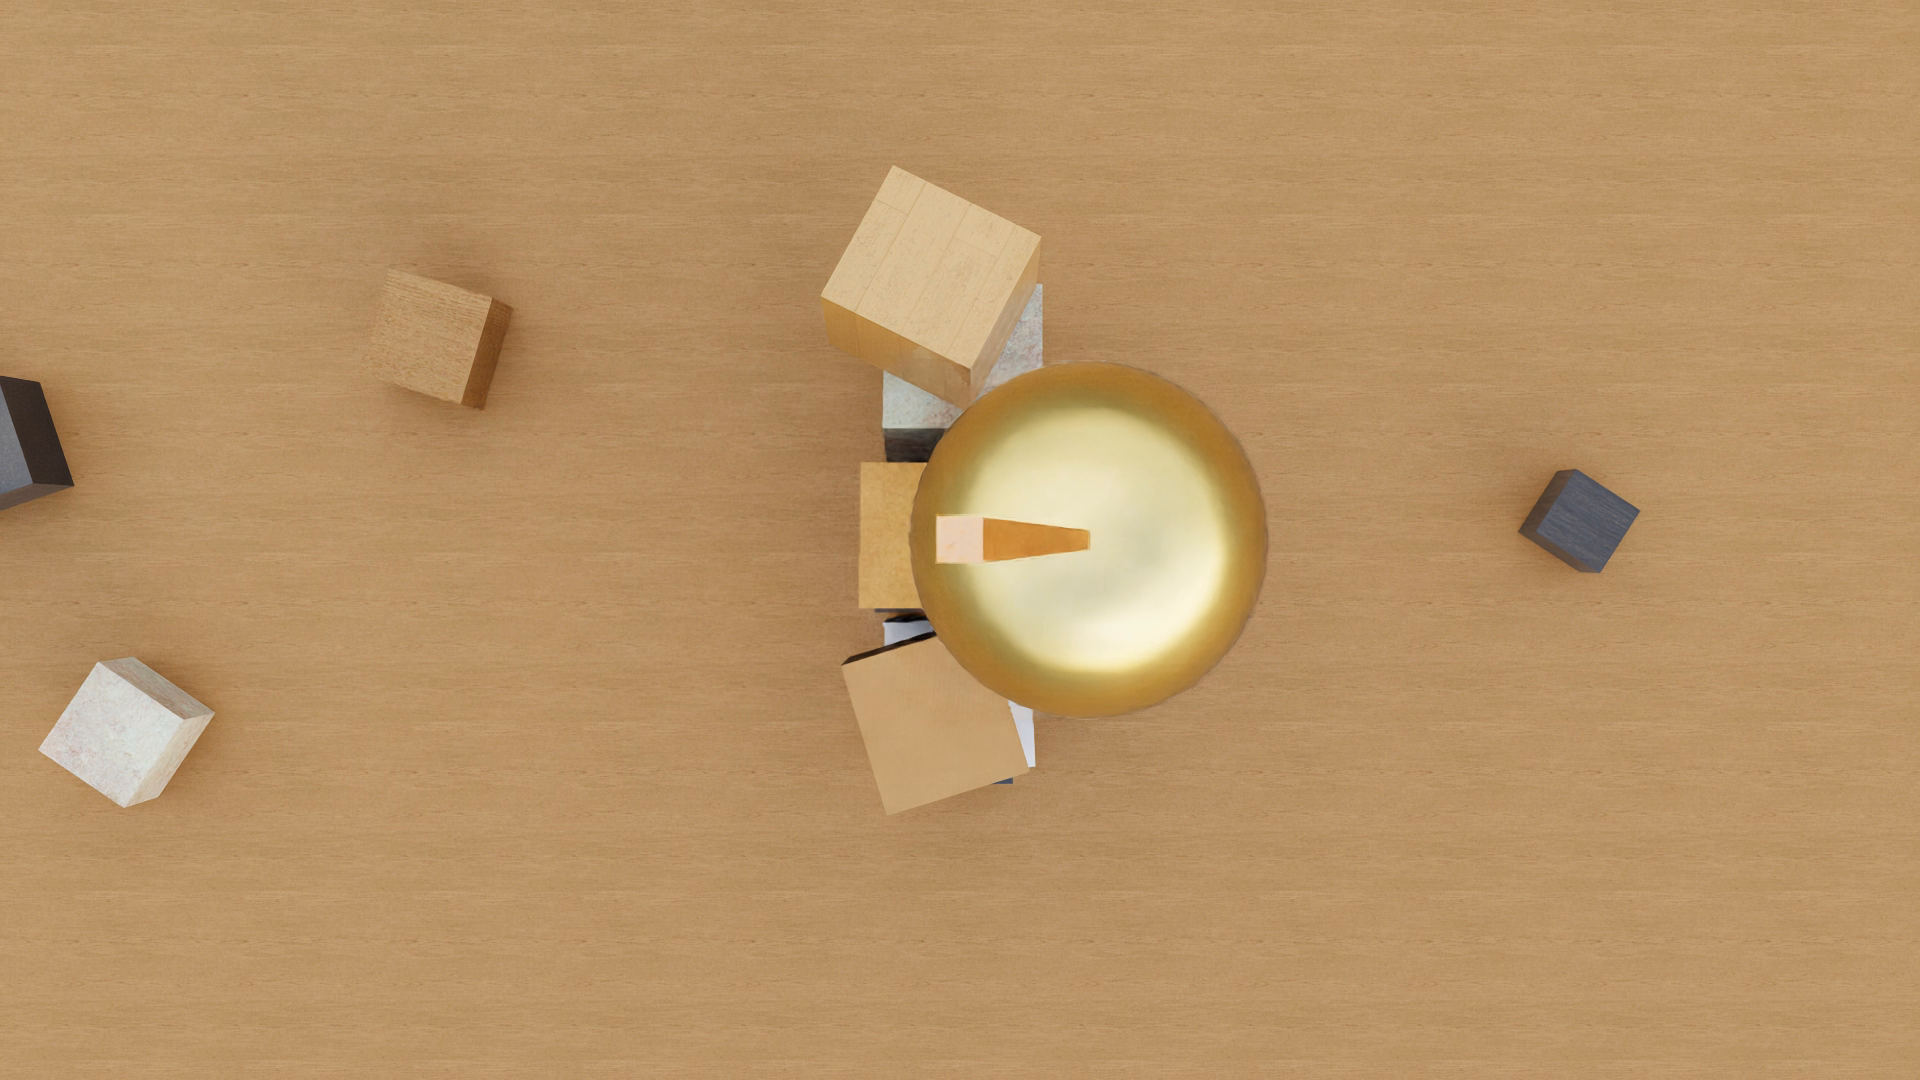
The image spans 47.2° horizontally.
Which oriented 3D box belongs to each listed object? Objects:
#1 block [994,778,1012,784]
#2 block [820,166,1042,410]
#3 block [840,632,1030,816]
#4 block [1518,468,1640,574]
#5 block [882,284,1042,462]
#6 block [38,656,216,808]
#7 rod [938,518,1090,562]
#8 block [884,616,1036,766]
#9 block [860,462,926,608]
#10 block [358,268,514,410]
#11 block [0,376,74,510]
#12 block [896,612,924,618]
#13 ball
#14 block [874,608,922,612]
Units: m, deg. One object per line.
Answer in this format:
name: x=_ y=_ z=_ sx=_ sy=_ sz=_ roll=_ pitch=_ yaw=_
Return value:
block: x=-0.013 y=1.034 z=12.641 sx=0.613 sy=0.718 sz=0.659 roll=0 pitch=90 yaw=0
block: x=-0.142 y=-1.262 z=11.165 sx=0.825 sy=0.737 sz=0.771 roll=27 pitch=78 yaw=6
block: x=-0.121 y=0.874 z=11.151 sx=0.731 sy=0.816 sz=0.767 roll=-17 pitch=90 yaw=0
block: x=3.597 y=-0.108 z=12.797 sx=0.440 sy=0.407 sz=0.429 roll=33 pitch=90 yaw=0
block: x=0.015 y=-0.876 z=11.850 sx=0.829 sy=0.771 sz=0.791 roll=0 pitch=77 yaw=0
block: x=-4.813 y=1.105 z=12.732 sx=0.587 sy=0.535 sz=0.603 roll=34 pitch=90 yaw=0
rod: x=0.247 y=0.000 z=6.416 sx=0.080 sy=5.200 sz=0.080 roll=0 pitch=90 yaw=5
block: x=-0.004 y=0.812 z=11.920 sx=0.767 sy=0.723 sz=0.788 roll=-2 pitch=90 yaw=0
block: x=-0.187 y=-0.022 z=11.088 sx=0.610 sy=0.568 sz=0.716 roll=1 pitch=90 yaw=0
block: x=-3.021 y=-1.155 z=12.708 sx=0.607 sy=0.583 sz=0.629 roll=17 pitch=90 yaw=0
block: x=-5.680 y=-0.511 z=12.709 sx=0.724 sy=0.581 sz=0.647 roll=-19 pitch=90 yaw=0
block: x=-0.002 y=0.356 z=12.658 sx=0.708 sy=0.685 sz=0.666 roll=0 pitch=90 yaw=0
ball: x=0.570 y=0.000 z=9.801 sx=1.600 sy=1.600 sz=1.600 roll=0 pitch=90 yaw=0
block: x=-0.036 y=-0.003 z=11.784 sx=0.792 sy=0.825 sz=0.769 roll=1 pitch=90 yaw=0
